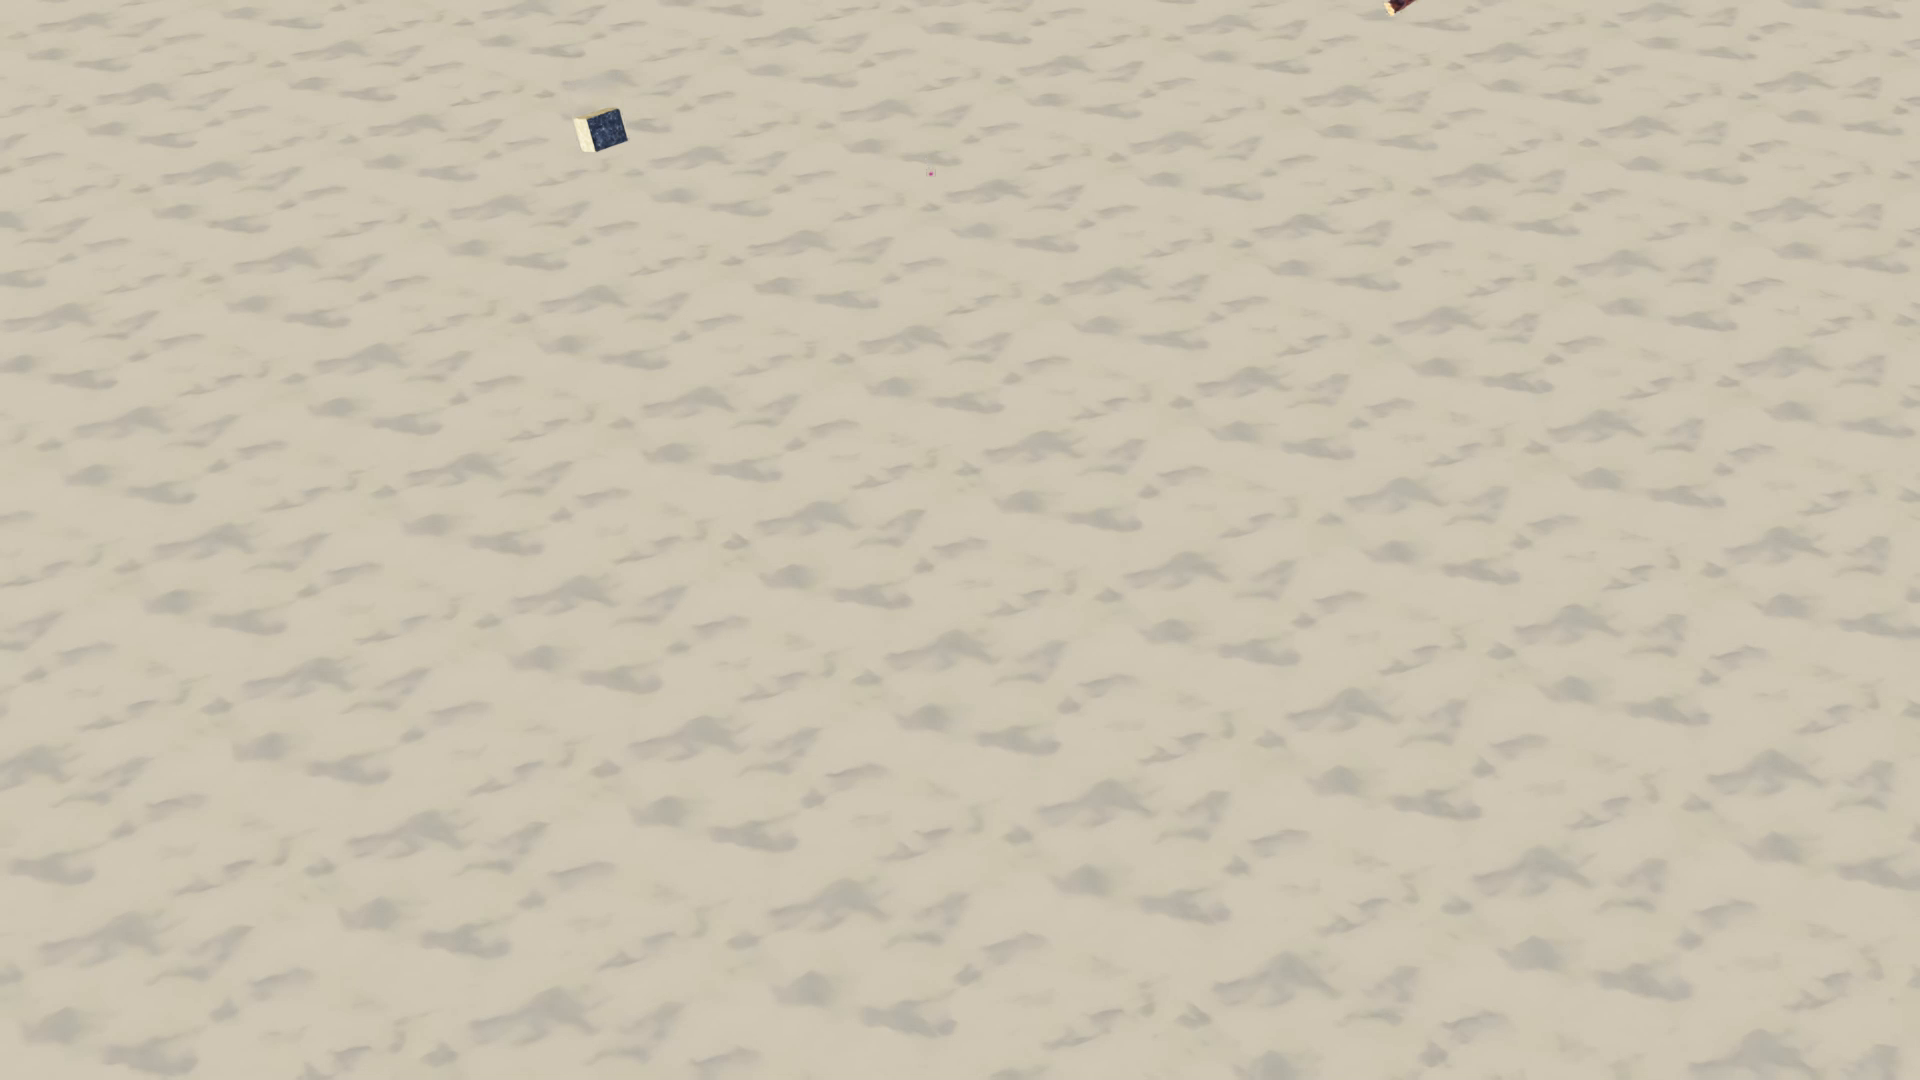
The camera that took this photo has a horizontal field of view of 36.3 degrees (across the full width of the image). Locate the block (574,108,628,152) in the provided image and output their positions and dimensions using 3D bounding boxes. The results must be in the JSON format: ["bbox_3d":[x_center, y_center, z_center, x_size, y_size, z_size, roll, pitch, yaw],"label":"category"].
[{"bbox_3d":[-0.940,-1.073,7.667,0.098,0.088,0.080,-24,21,-27],"label":"block"}]

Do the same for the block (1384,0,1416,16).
[{"bbox_3d":[1.353,-1.649,8.983,0.091,0.041,0.034,-33,5,-13],"label":"block"}]
